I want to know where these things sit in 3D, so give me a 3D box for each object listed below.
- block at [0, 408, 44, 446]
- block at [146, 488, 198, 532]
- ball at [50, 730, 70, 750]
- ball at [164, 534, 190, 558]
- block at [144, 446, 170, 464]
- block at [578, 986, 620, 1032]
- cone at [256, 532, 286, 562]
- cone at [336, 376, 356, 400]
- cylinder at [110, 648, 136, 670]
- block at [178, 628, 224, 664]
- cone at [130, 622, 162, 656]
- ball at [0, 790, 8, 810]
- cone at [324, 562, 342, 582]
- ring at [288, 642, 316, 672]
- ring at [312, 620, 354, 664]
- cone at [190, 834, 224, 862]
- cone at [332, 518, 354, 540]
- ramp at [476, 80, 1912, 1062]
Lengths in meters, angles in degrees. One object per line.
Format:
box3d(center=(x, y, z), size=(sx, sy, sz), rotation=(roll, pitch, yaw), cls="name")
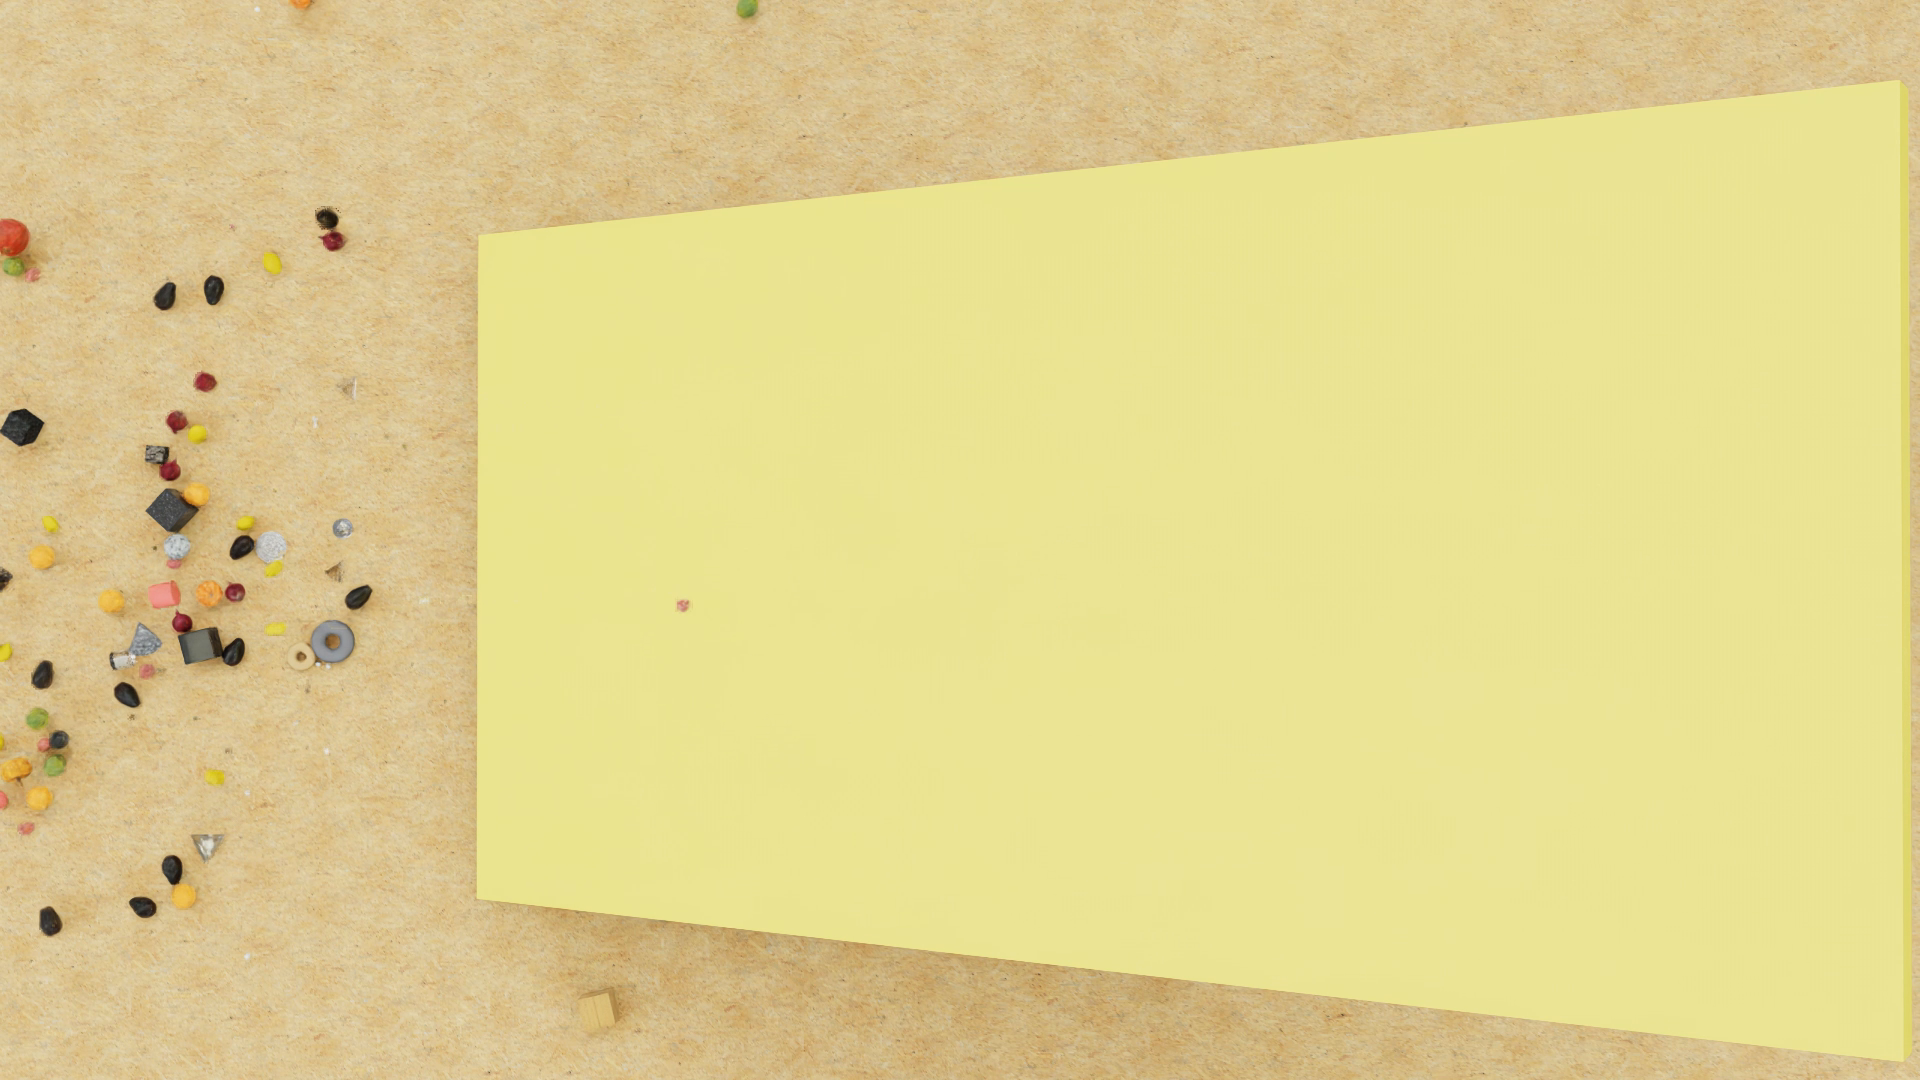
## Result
box3d(center=(-2.845, -0.341, 6.670), size=(0.076, 0.076, 0.076), rotation=(35, 105, 2), cls="block")
box3d(center=(-2.389, -0.090, 6.669), size=(0.093, 0.093, 0.093), rotation=(43, 90, 0), cls="block")
box3d(center=(-2.735, 0.608, 6.681), size=(0.056, 0.056, 0.056), rotation=(0, 89, 0), cls="ball")
box3d(center=(-2.376, 0.018, 6.677), size=(0.076, 0.076, 0.076), rotation=(0, 89, 0), cls="ball")
box3d(center=(-2.443, -0.260, 6.691), size=(0.053, 0.053, 0.053), rotation=(4, 89, 0), cls="block")
box3d(center=(-1.093, 1.418, 6.655), size=(0.095, 0.095, 0.095), rotation=(-14, 90, 0), cls="block")
box3d(center=(-2.104, 0.021, 6.667), size=(0.096, 0.096, 0.096), rotation=(0, 89, 0), cls="cone")
box3d(center=(-1.859, -0.453, 6.704), size=(0.066, 0.066, 0.066), rotation=(-18, 116, 0), cls="cone")
box3d(center=(-2.546, 0.363, 6.684), size=(0.056, 0.056, 0.056), rotation=(-12, 90, 0), cls="cylinder")
box3d(center=(-2.301, 0.320, 6.667), size=(0.091, 0.091, 0.091), rotation=(-15, 90, 0), cls="block")
box3d(center=(-2.490, 0.286, 6.691), size=(0.097, 0.097, 0.097), rotation=(-27, 63, 0), cls="cone")
box3d(center=(-2.926, 0.791, 6.675), size=(0.066, 0.066, 0.066), rotation=(0, 89, 0), cls="ball")
box3d(center=(-1.896, 0.087, 6.701), size=(0.057, 0.057, 0.057), rotation=(26, 63, 0), cls="cone")
box3d(center=(-2.005, 0.355, 6.697), size=(0.089, 0.030, 0.089), rotation=(0, 90, -1), cls="ring")
box3d(center=(-1.908, 0.309, 6.691), size=(0.133, 0.044, 0.133), rotation=(0, 90, -1), cls="ring")
box3d(center=(-2.274, 0.915, 6.686), size=(0.091, 0.091, 0.091), rotation=(-30, 90, -27), cls="cone")
box3d(center=(-1.885, -0.035, 6.683), size=(0.064, 0.064, 0.064), rotation=(0, 89, 0), cls="cone")
box3d(center=(0.259, 0.071, 5.597), size=(4.000, 0.100, 2.000), rotation=(0, 89, 33), cls="ramp")
